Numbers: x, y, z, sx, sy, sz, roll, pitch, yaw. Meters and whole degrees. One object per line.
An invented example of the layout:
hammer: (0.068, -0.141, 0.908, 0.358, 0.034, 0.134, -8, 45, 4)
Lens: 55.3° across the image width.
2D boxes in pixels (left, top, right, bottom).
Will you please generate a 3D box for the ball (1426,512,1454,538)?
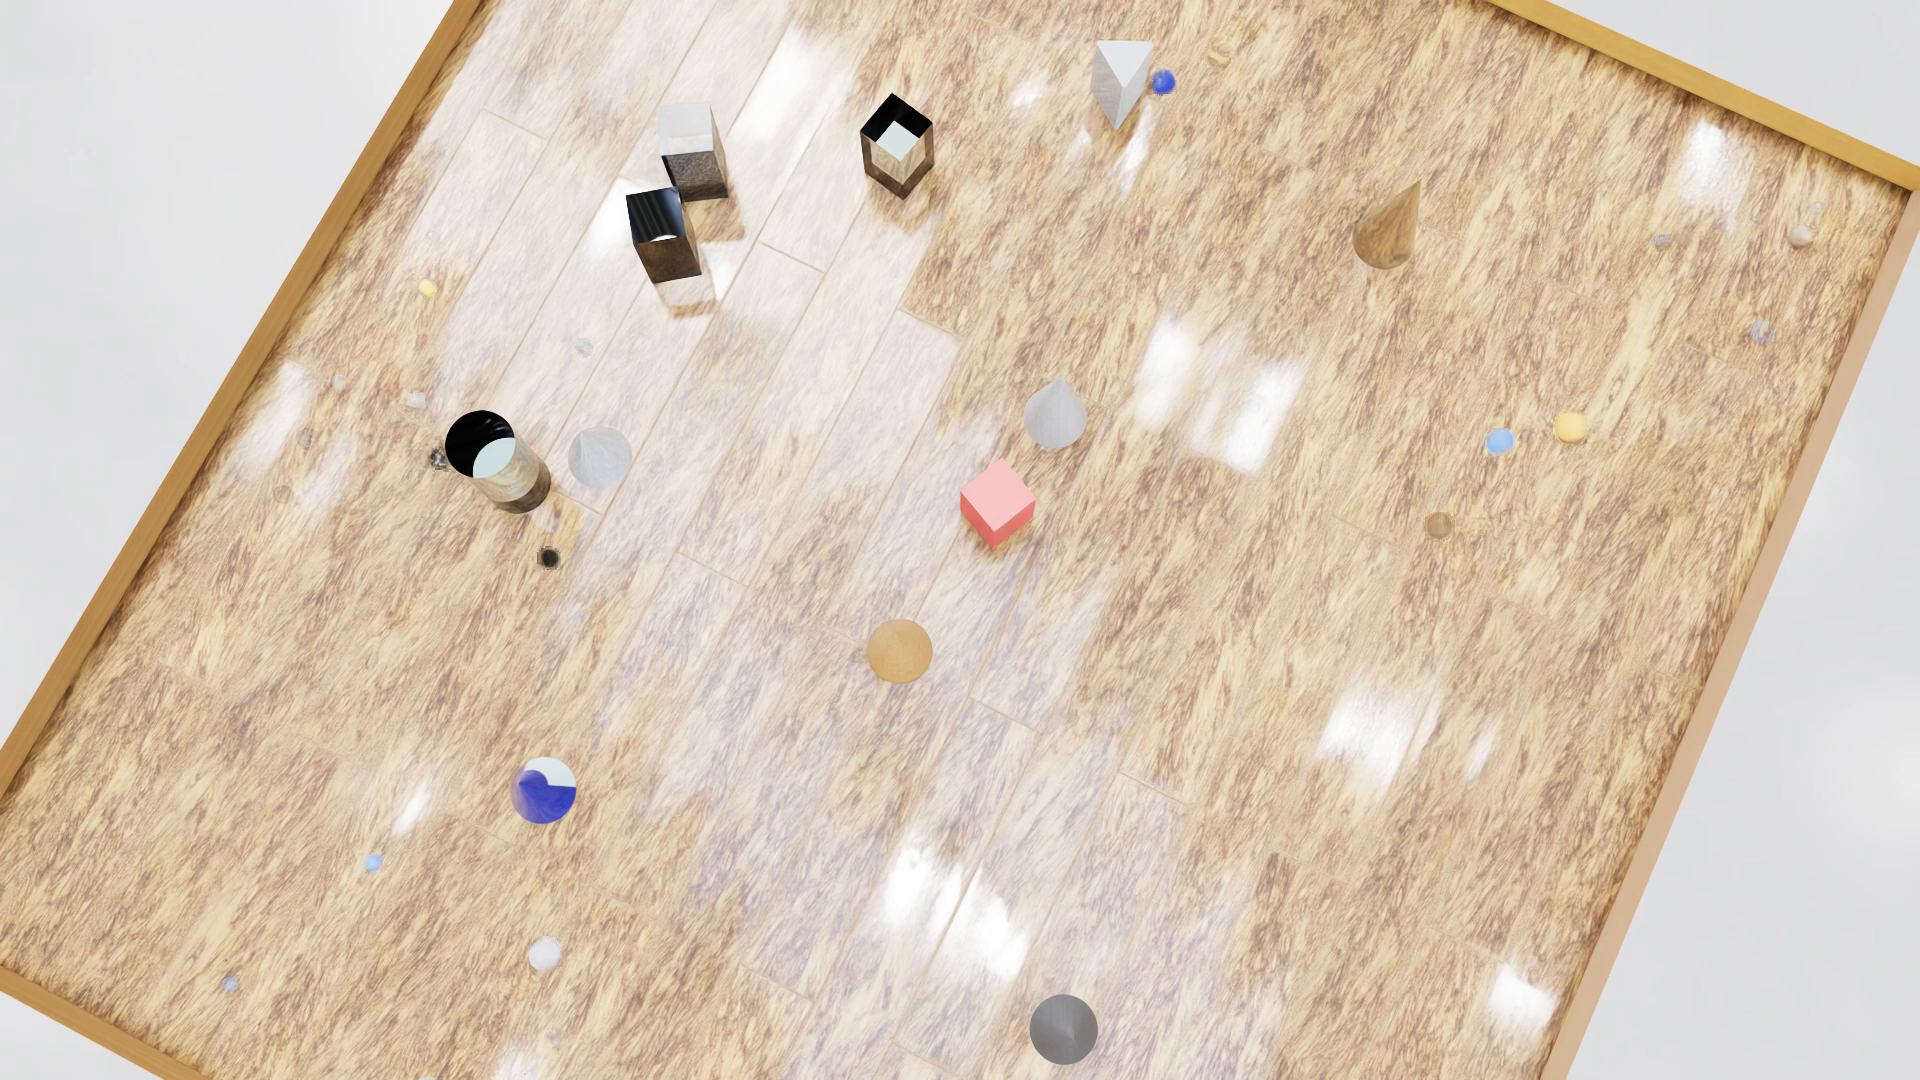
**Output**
ball: (1.461, -0.043, 5.584, 0.081, 0.081, 0.081, 0, 78, 0)

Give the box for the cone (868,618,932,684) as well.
cone: (-0.182, 0.298, 5.362, 0.199, 0.377, 0.199, 0, 78, 0)

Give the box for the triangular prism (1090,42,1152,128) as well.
triangular prism: (0.484, -1.459, 5.762, 0.149, 0.306, 0.172, 31, 80, 6)

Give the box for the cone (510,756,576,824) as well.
cone: (-1.242, 0.715, 5.310, 0.199, 0.311, 0.199, 0, 78, 0)

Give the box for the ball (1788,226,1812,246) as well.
ball: (2.649, -0.959, 5.781, 0.068, 0.068, 0.068, 0, 78, 0)

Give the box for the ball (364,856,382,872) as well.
ball: (-1.728, 0.953, 5.395, 0.047, 0.047, 0.047, 0, 78, 0)

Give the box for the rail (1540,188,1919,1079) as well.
rail: (1.971, 0.972, 5.348, 0.045, 0.129, 4.804, 26, 80, 5)

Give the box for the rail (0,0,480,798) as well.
rail: (-1.971, -0.958, 5.748, 0.045, 0.129, 4.804, 26, 80, 5)

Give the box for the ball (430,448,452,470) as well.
ball: (-1.595, -0.249, 5.633, 0.069, 0.069, 0.069, 0, 78, 0)

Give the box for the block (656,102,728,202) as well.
block: (-0.825, -1.197, 5.676, 0.159, 0.369, 0.159, -6, 78, -1)

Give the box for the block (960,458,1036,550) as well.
block: (0.112, -0.107, 5.504, 0.159, 0.265, 0.159, -38, 81, -7)

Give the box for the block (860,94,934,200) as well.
block: (-0.194, -1.222, 5.708, 0.159, 0.315, 0.159, 37, 81, 7)

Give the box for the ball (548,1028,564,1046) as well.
ball: (-1.166, 1.437, 5.296, 0.046, 0.046, 0.046, 0, 78, 0)

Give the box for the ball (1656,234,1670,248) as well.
ball: (2.219, -0.942, 5.789, 0.044, 0.044, 0.044, 0, 78, 0)

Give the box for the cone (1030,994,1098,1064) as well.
cone: (0.301, 1.373, 5.089, 0.199, 0.476, 0.199, 0, 78, 0)

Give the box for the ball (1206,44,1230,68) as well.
ball: (0.831, -1.559, 5.901, 0.076, 0.076, 0.076, 0, 78, 0)

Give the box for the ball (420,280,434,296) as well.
ball: (-1.675, -0.793, 5.757, 0.047, 0.047, 0.047, 0, 78, 0)

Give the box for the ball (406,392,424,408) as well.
ball: (-1.689, -0.433, 5.680, 0.051, 0.051, 0.051, 0, 78, 0)

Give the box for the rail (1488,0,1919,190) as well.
rail: (1.064, -2.076, 5.979, 4.455, 0.129, 0.045, 26, 80, 5)

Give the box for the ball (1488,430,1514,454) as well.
ball: (1.664, -0.303, 5.640, 0.077, 0.077, 0.077, 0, 78, 0)

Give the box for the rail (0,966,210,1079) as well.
rail: (-1.064, 2.090, 5.117, 4.455, 0.129, 0.045, 26, 80, 5)

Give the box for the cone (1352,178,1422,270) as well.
cone: (1.344, -1.003, 5.571, 0.199, 0.496, 0.199, 0, 78, 0)

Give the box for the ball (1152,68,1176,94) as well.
ball: (0.655, -1.473, 5.882, 0.076, 0.076, 0.076, 0, 78, 0)

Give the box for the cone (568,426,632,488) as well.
cone: (-1.114, -0.288, 5.519, 0.199, 0.307, 0.199, 0, 78, 0)

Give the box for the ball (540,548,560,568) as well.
ball: (-1.248, 0.056, 5.574, 0.061, 0.061, 0.061, 0, 78, 0)

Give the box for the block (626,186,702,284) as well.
block: (-0.908, -0.934, 5.633, 0.159, 0.346, 0.159, -11, 79, -2)

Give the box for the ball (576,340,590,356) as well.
ball: (-1.175, -0.601, 5.717, 0.047, 0.047, 0.047, 0, 78, 0)

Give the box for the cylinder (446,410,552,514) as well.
cylinder: (-1.361, -0.225, 5.425, 0.199, 0.466, 0.199, 0, 78, 0)

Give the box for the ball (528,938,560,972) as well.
ball: (-1.206, 1.204, 5.320, 0.093, 0.093, 0.093, 0, 78, 0)

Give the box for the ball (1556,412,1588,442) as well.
ball: (1.881, -0.349, 5.641, 0.094, 0.094, 0.094, 0, 78, 0)

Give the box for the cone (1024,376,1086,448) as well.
cone: (0.295, -0.428, 5.476, 0.199, 0.448, 0.199, 0, 78, 0)
